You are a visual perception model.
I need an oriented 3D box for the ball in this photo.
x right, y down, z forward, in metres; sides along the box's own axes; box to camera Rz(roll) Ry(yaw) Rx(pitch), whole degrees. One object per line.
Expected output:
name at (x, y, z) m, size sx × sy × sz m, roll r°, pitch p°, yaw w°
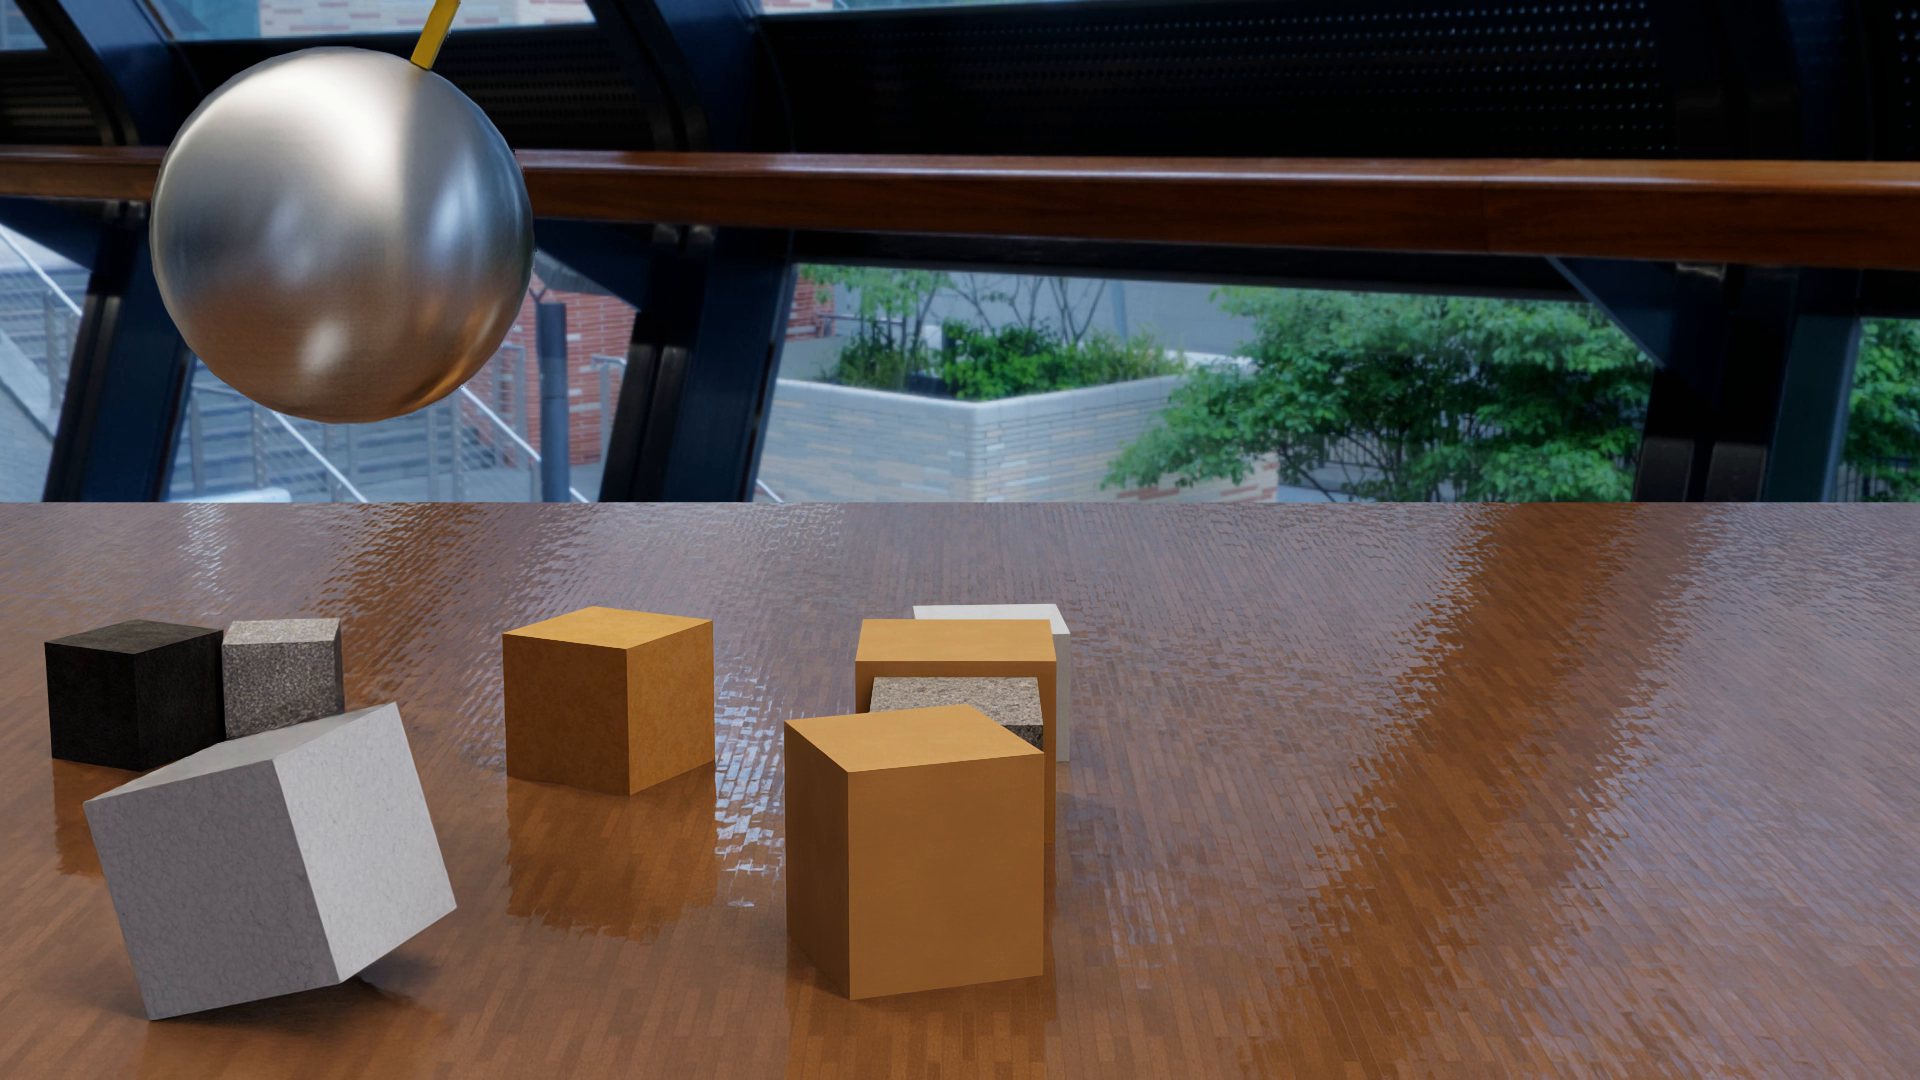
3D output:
ball at (-2.626, -1.294, 10.945) m, size 1.600 × 1.600 × 1.600 m, roll 0°, pitch 10°, yaw 0°

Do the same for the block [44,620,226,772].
block at (-4.301, 0.803, 13.427) m, size 0.614 × 0.616 × 0.643 m, roll 5°, pitch 12°, yaw 26°

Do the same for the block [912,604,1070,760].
block at (0.156, 0.749, 13.563) m, size 0.773 × 0.673 × 0.751 m, roll -1°, pitch 10°, yaw -4°

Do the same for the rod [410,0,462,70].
rod at (-1.138, -4.302, 10.398) m, size 0.080 × 5.200 × 0.080 m, roll 26°, pitch 9°, yaw -4°

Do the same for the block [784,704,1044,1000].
block at (-0.195, 1.226, 10.294) m, size 0.801 × 0.904 × 0.843 m, roll -4°, pitch 11°, yaw -20°

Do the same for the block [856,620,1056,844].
block at (-0.018, 0.895, 12.228) m, size 0.918 × 0.863 × 0.913 m, roll 0°, pitch 10°, yaw 0°

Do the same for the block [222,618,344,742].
block at (-3.630, 0.764, 13.790) m, size 0.571 × 0.563 × 0.592 m, roll -2°, pitch 10°, yaw -10°

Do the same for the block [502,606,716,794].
block at (-1.783, 0.803, 13.088) m, size 0.758 × 0.738 × 0.760 m, roll 5°, pitch 12°, yaw 28°

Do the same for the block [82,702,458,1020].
block at (-2.636, 1.221, 9.881) m, size 0.850 × 0.861 × 0.903 m, roll -14°, pitch 6°, yaw 19°

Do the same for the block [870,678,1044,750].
block at (-0.020, 1.093, 11.343) m, size 0.742 × 0.791 × 0.876 m, roll 0°, pitch 10°, yaw 0°
